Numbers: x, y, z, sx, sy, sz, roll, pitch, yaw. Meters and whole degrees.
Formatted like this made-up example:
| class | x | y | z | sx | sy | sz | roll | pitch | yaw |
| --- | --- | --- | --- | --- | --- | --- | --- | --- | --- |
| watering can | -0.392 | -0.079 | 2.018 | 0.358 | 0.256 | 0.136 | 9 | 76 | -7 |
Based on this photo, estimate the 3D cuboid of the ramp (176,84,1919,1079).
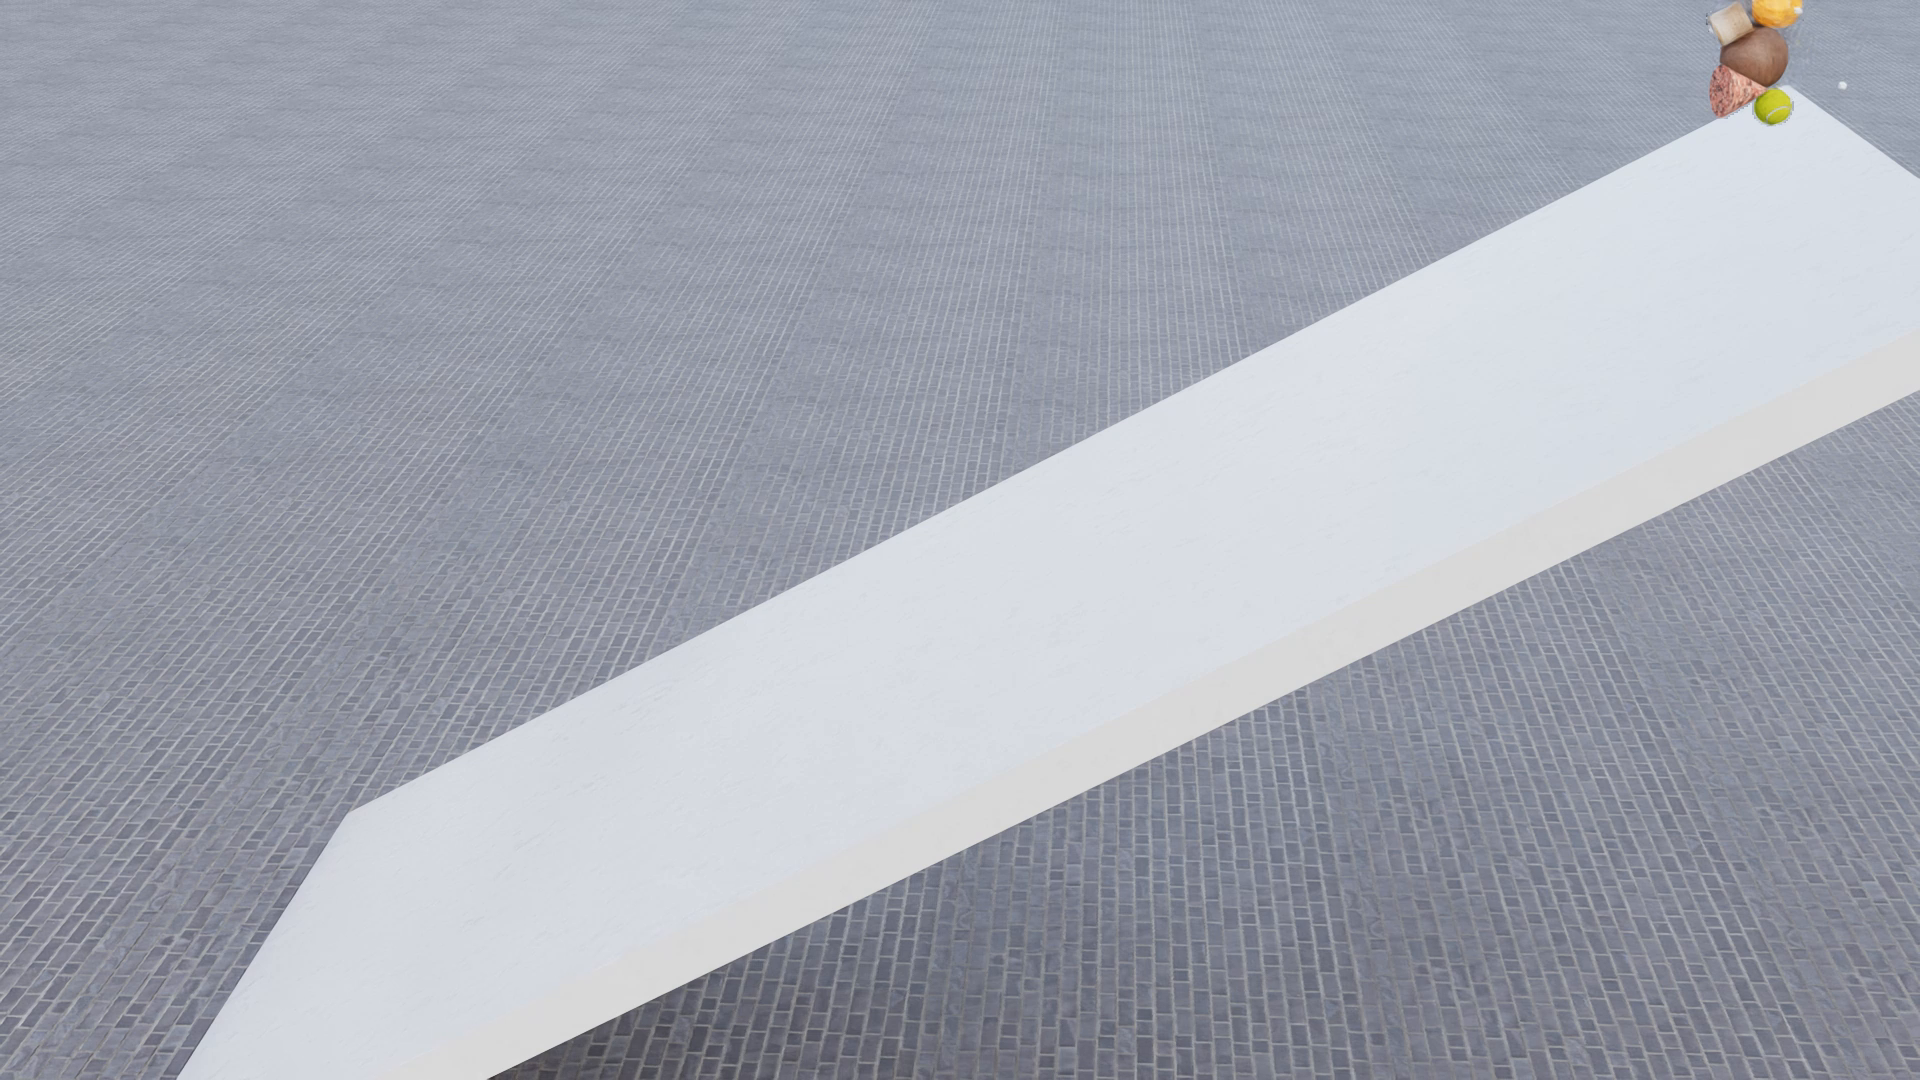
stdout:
| class | x | y | z | sx | sy | sz | roll | pitch | yaw |
| --- | --- | --- | --- | --- | --- | --- | --- | --- | --- |
| ramp | 0.141 | 0.167 | 6.282 | 4.000 | 0.100 | 2.000 | -27 | 14 | 11 |

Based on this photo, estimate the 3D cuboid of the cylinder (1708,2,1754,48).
| class | x | y | z | sx | sy | sz | roll | pitch | yaw |
| --- | --- | --- | --- | --- | --- | --- | --- | --- | --- |
| cylinder | 1.475 | -0.988 | 5.632 | 0.065 | 0.065 | 0.065 | -28 | 12 | 15 |
